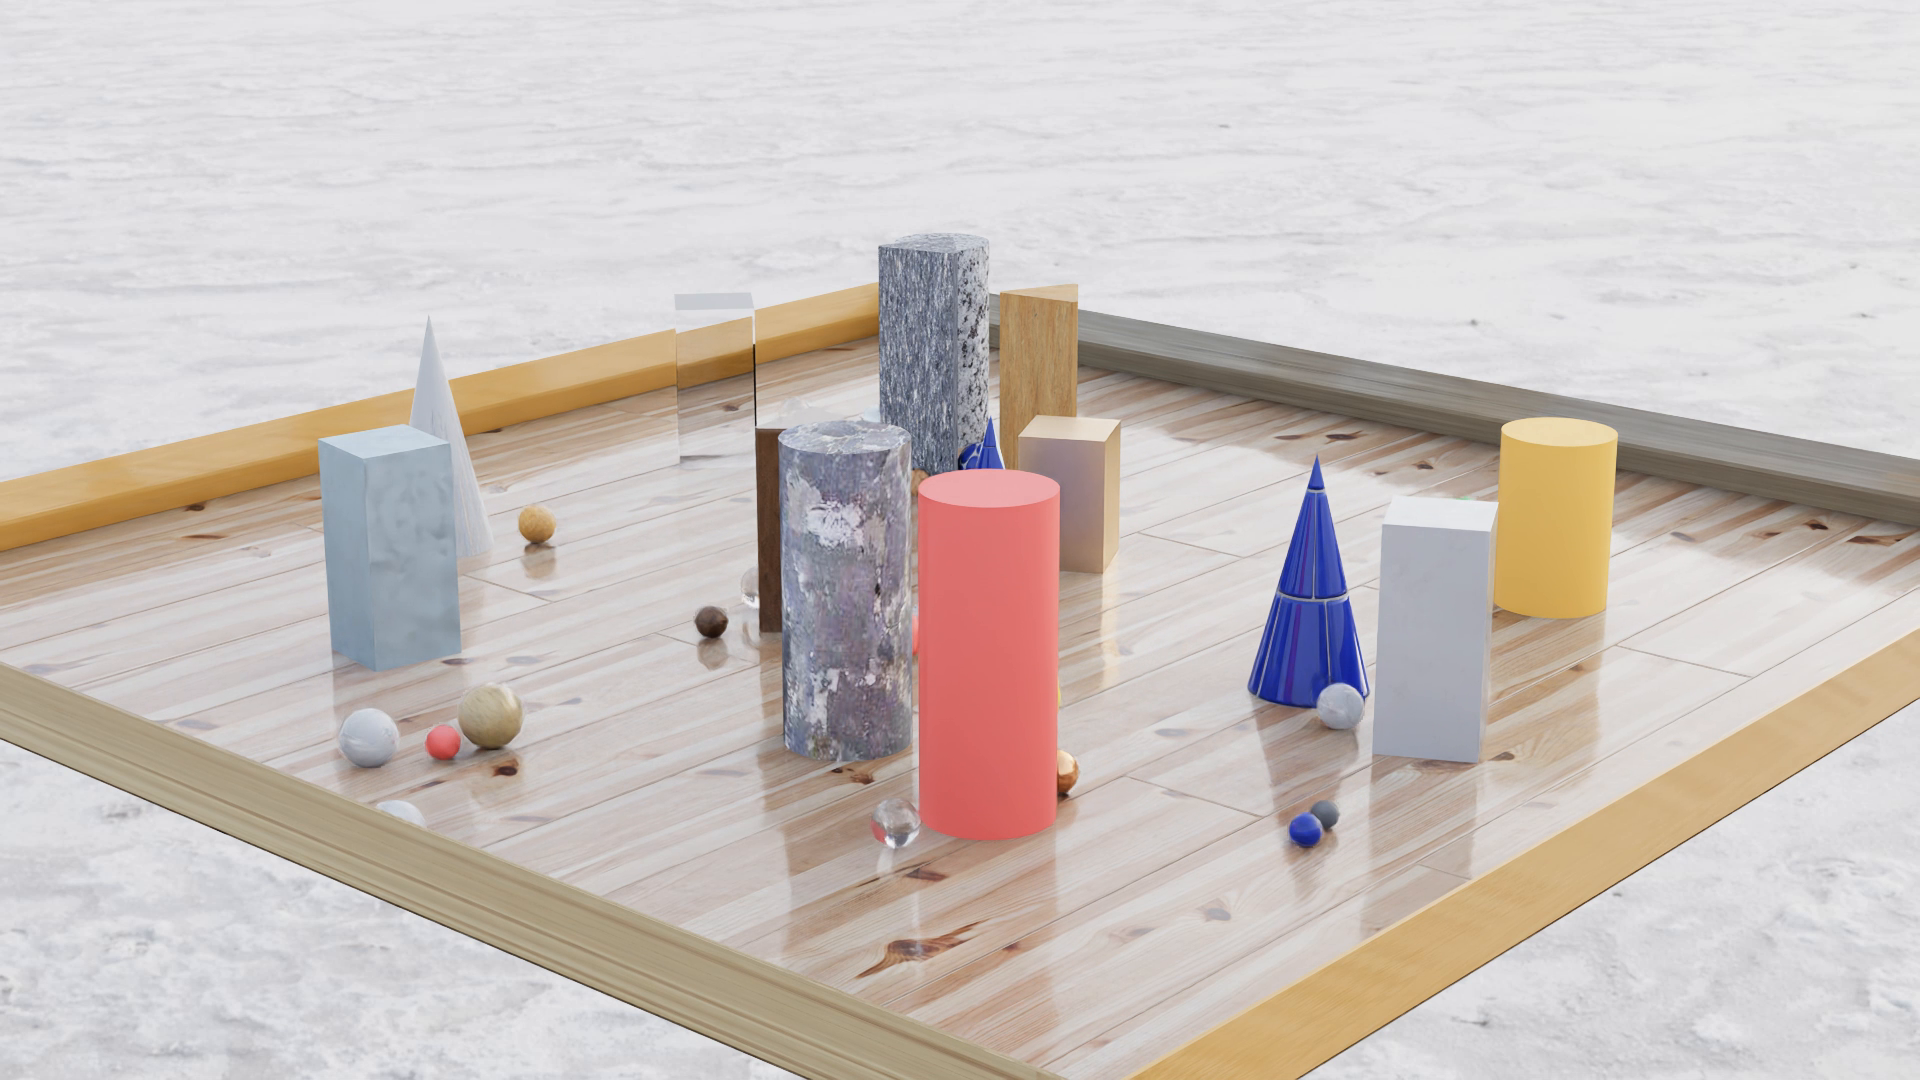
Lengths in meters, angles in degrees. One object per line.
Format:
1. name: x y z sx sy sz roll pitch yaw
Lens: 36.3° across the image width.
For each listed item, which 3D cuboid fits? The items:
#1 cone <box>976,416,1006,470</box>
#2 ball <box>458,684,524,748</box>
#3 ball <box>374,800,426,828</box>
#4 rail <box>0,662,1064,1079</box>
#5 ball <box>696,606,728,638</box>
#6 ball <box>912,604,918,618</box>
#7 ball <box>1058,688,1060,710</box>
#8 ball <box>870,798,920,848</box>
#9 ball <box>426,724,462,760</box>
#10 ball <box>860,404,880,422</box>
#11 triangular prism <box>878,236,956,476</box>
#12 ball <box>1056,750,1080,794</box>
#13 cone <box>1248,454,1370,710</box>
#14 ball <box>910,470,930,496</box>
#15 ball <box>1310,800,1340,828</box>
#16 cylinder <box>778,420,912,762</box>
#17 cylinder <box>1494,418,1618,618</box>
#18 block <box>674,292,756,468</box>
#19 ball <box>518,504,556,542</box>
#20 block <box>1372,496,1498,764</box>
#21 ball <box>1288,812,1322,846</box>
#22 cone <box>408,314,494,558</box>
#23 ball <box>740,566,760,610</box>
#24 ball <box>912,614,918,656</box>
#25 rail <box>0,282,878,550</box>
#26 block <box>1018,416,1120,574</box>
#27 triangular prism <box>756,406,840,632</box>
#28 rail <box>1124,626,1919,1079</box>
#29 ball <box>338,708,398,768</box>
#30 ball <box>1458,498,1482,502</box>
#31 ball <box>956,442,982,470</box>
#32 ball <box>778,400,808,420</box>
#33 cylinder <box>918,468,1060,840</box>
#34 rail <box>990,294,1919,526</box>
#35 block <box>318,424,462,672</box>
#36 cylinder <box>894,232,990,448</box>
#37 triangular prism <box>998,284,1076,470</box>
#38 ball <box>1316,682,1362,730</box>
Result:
1. cone: 0.051 -0.037 4.949 0.196 0.361 0.196 0 17 0
2. ball: -0.704 0.264 4.404 0.098 0.098 0.098 0 17 0
3. ball: -0.769 0.396 3.986 0.086 0.086 0.086 0 17 0
4. rail: -0.968 0.354 4.053 2.994 0.127 0.045 14 22 39
5. ball: -0.415 0.136 4.903 0.055 0.055 0.055 0 17 0
6. ball: -0.055 0.139 4.862 0.074 0.074 0.074 0 17 0
7. ball: 0.110 0.243 4.488 0.089 0.089 0.089 0 17 0
8. ball: -0.089 0.390 4.039 0.068 0.068 0.068 0 17 0
9. ball: -0.769 0.301 4.361 0.052 0.052 0.052 0 17 0
10. ball: -0.166 -0.239 6.094 0.086 0.086 0.086 0 17 0
11. triangular prism: -0.051 -0.350 5.782 0.169 0.478 0.147 8 19 26
12. ball: 0.141 0.334 4.230 0.064 0.064 0.064 0 17 0
13. cone: 0.555 0.051 4.612 0.196 0.387 0.196 0 17 0
14. ball: -0.082 -0.112 5.730 0.053 0.053 0.053 0 17 0
15. ball: 0.511 0.384 4.105 0.041 0.041 0.041 0 17 0
16. cylinder: -0.170 0.075 4.382 0.196 0.473 0.196 0 17 0
17. cylinder: 1.024 -0.040 5.054 0.196 0.304 0.196 0 17 0
18. block: -0.497 -0.326 5.963 0.157 0.327 0.157 -2 17 -6
19. ball: -0.782 -0.030 5.427 0.070 0.070 0.070 0 17 0
20. block: 0.712 0.132 4.390 0.157 0.359 0.157 4 17 14
21. ball: 0.477 0.399 4.043 0.047 0.047 0.047 0 17 0
22. cone: -0.959 -0.201 5.357 0.196 0.437 0.196 0 17 0
23. ball: -0.342 0.082 5.046 0.076 0.076 0.076 0 17 0
24. ball: -0.098 0.156 4.794 0.080 0.080 0.080 0 17 0
25. rail: -1.113 -0.247 6.045 0.045 0.127 3.000 14 22 39
26. block: 0.198 -0.084 5.303 0.157 0.245 0.157 4 17 13
27. triangular prism: -0.250 -0.036 4.956 0.169 0.354 0.147 0 17 2
28. rail: 1.113 0.311 4.195 0.045 0.127 3.000 14 22 39
29. ball: -0.874 0.292 4.330 0.087 0.087 0.087 0 17 0
30. ball: 0.931 -0.030 5.381 0.097 0.097 0.097 0 17 0
31. ball: 0.041 -0.146 5.772 0.093 0.093 0.093 0 17 0
32. ball: -0.349 -0.263 6.201 0.069 0.069 0.069 0 17 0
33. cylinder: 0.040 0.158 4.092 0.196 0.481 0.196 0 17 0
34. rail: 0.968 -0.290 6.187 2.994 0.127 0.045 14 22 39
35. block: -0.932 0.011 4.794 0.157 0.358 0.157 -13 21 -37
36. cylinder: -0.037 -0.417 6.111 0.196 0.416 0.196 0 17 0
37. triangular prism: 0.187 -0.288 5.707 0.169 0.403 0.147 10 20 31
38. ball: 0.581 0.254 4.485 0.071 0.071 0.071 0 17 0
